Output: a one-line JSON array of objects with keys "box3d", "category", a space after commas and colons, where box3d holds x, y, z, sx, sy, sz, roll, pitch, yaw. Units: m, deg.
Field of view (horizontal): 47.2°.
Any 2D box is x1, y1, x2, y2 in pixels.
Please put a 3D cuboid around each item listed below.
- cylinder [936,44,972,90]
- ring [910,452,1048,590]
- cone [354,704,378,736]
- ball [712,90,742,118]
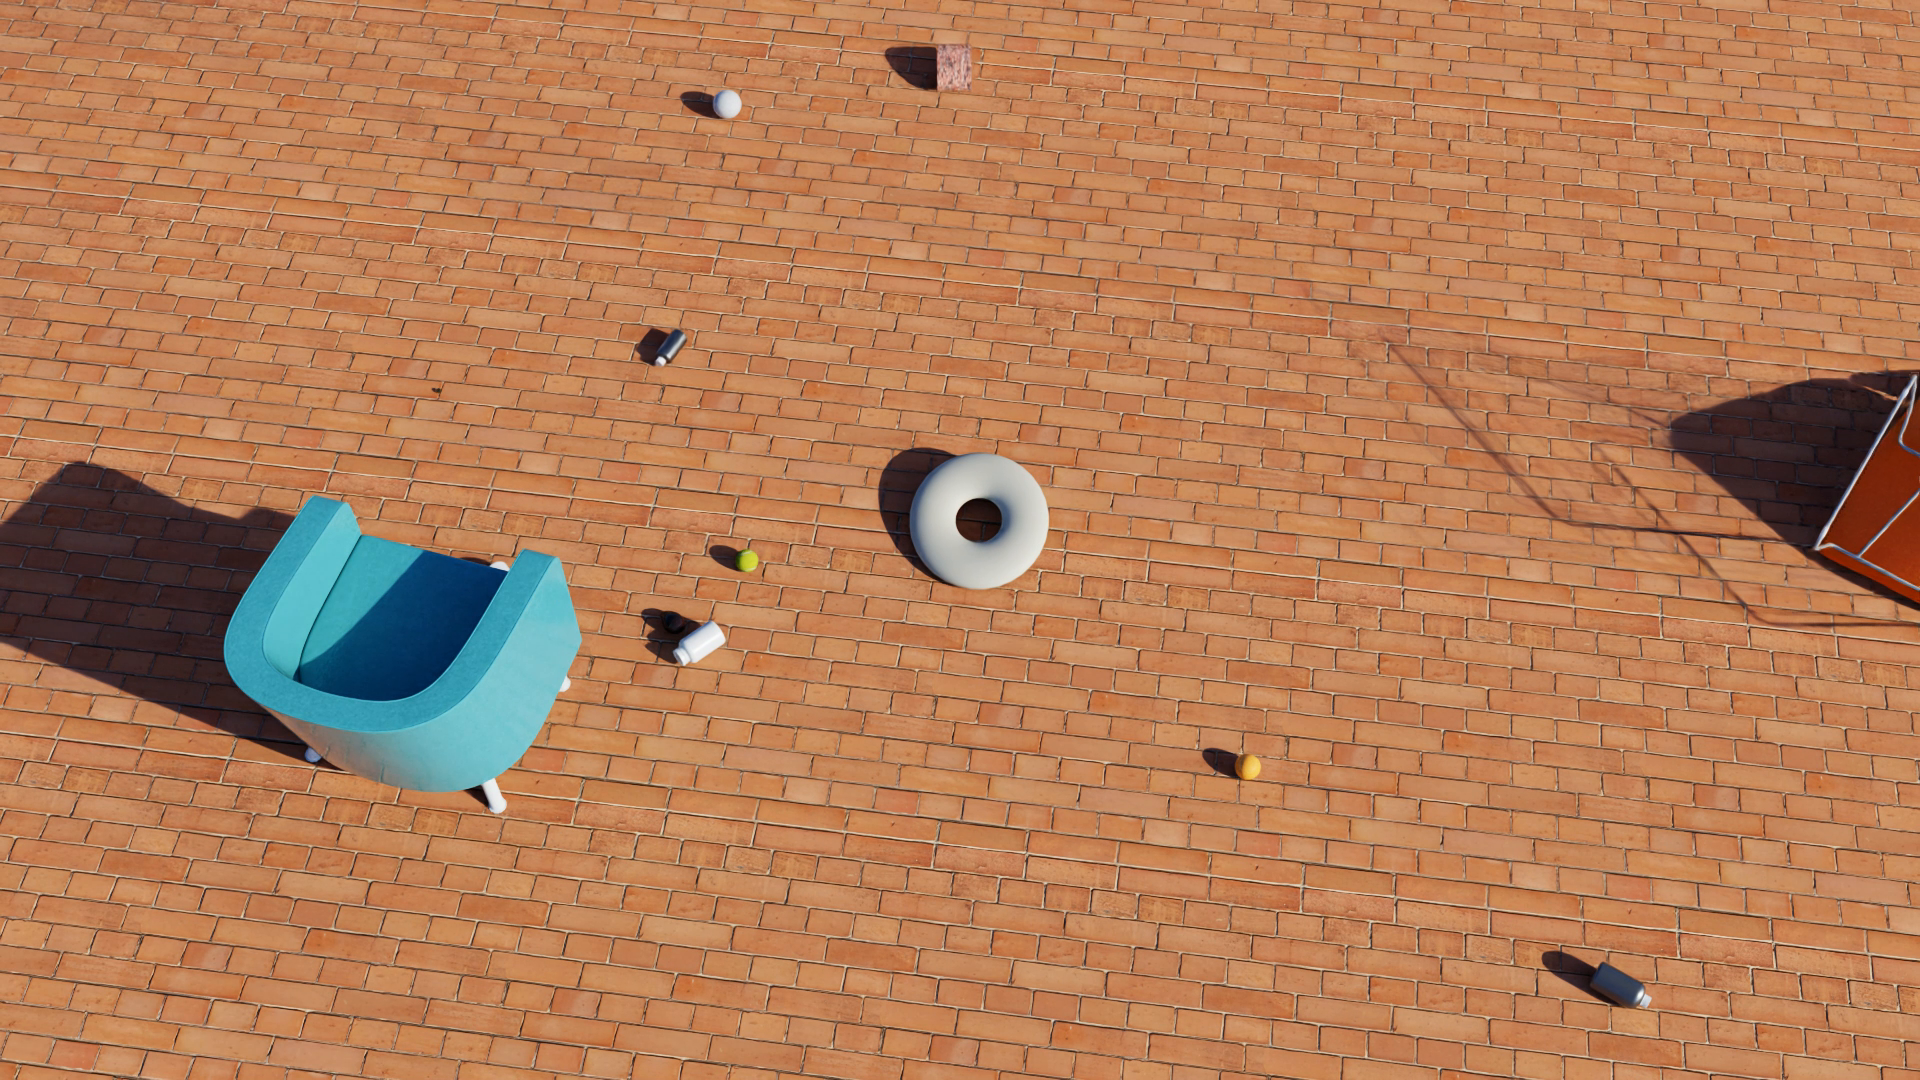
[{"box3d": [-0.020, -1.635, 7.602, 0.117, 0.104, 0.167, -1, 78, 1], "category": "cylinder"}, {"box3d": [0.055, -0.059, 6.537, 0.417, 0.073, 0.451, -17, 64, 1], "category": "ring"}, {"box3d": [-1.695, 0.512, 6.214, 0.073, 0.055, 0.086, 13, 75, 16], "category": "cone"}, {"box3d": [-0.796, -1.489, 7.514, 0.099, 0.099, 0.099, 0, 56, 0], "category": "ball"}]
